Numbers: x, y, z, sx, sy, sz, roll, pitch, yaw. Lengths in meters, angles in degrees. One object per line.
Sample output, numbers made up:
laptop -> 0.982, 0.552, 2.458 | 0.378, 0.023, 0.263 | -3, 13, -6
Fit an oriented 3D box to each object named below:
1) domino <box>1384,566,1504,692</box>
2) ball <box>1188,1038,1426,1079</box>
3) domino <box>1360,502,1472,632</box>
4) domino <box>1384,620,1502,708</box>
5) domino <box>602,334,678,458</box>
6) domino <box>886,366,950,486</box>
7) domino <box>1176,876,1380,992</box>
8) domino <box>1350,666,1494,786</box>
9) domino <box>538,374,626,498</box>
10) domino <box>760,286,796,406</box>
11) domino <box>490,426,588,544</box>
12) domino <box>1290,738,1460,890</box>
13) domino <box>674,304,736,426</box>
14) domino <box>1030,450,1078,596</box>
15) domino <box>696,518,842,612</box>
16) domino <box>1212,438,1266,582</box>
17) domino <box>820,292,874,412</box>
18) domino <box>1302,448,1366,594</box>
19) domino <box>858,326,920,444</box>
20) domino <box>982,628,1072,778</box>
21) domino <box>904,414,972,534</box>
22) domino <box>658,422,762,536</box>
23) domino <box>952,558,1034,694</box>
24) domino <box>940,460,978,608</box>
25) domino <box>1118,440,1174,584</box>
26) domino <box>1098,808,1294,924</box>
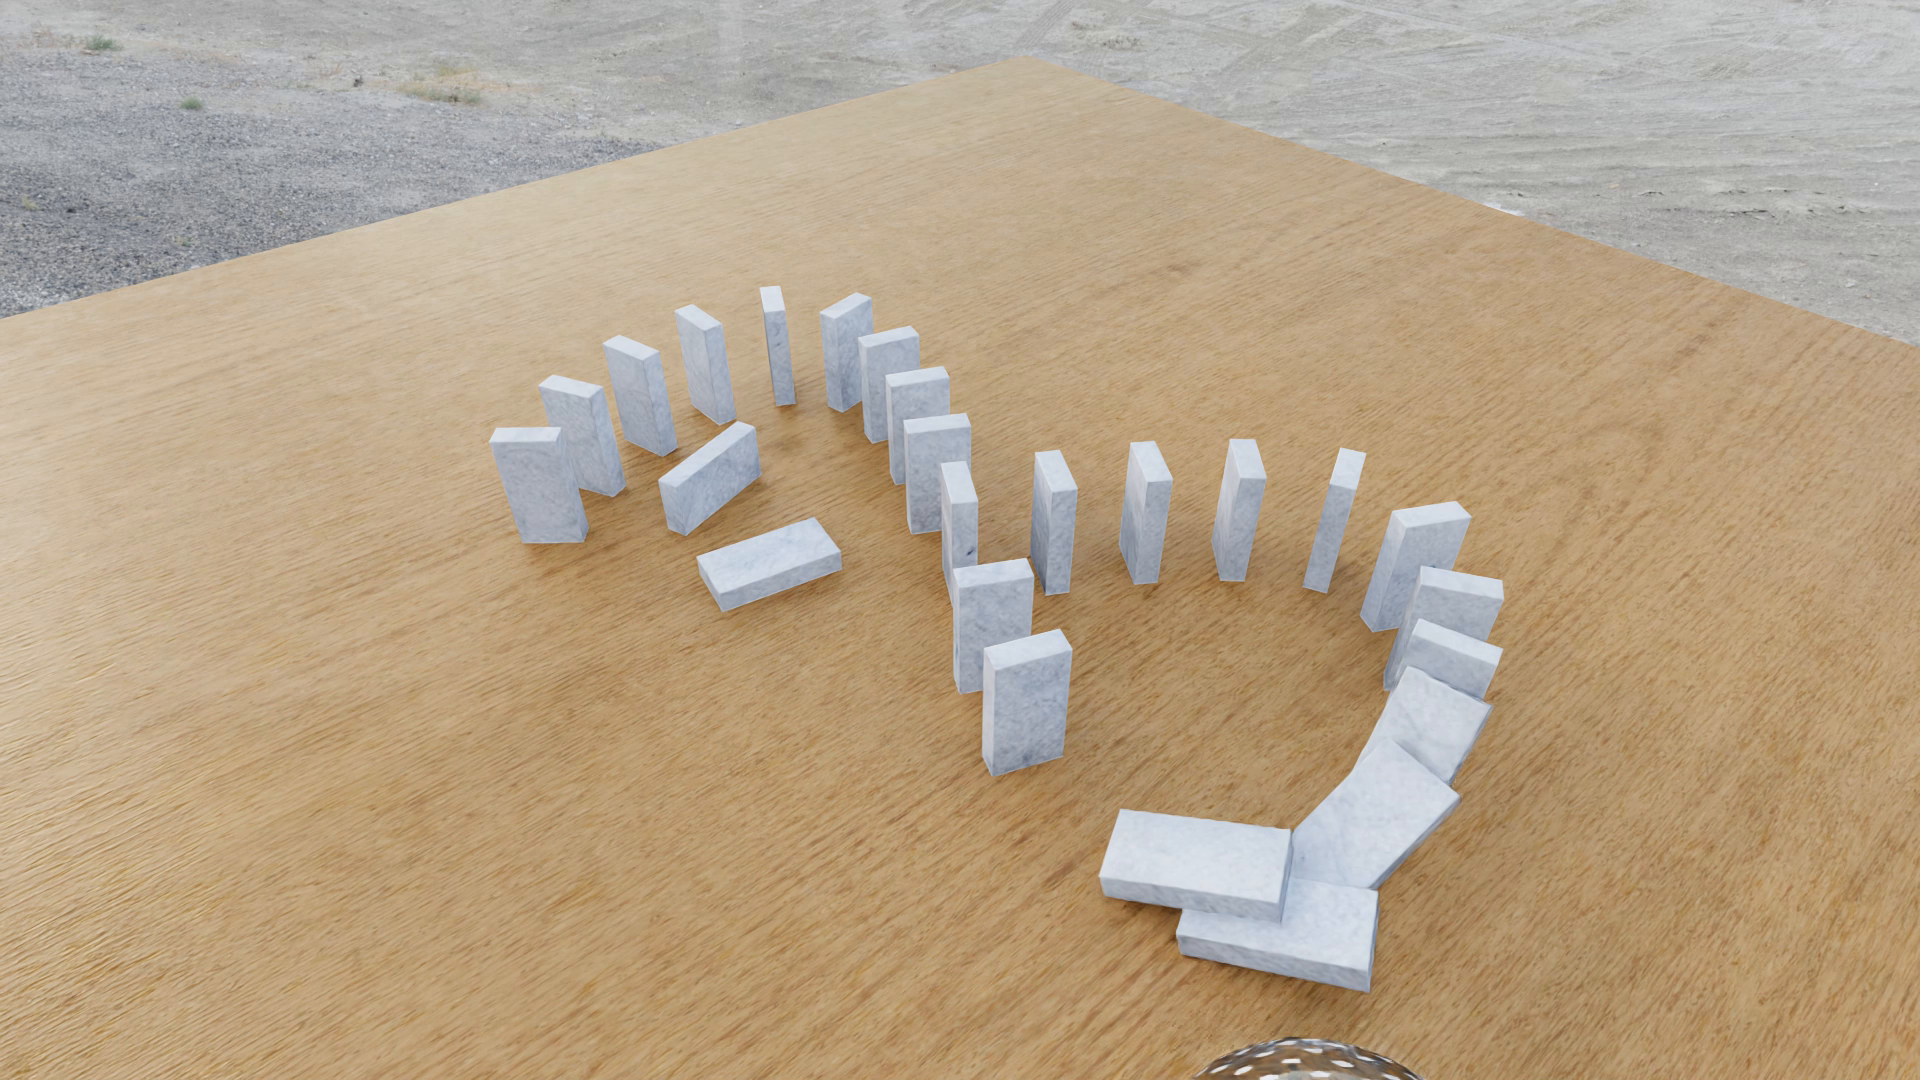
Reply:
domino -> 0.162, 0.033, 0.371 | 0.025, 0.050, 0.010 | 11, 41, 13
ball -> 0.072, 0.141, 0.215 | 0.080, 0.080, 0.080 | 0, 39, 0
domino -> 0.164, 0.010, 0.399 | 0.025, 0.050, 0.009 | -9, 40, -10
domino -> 0.149, 0.052, 0.348 | 0.025, 0.050, 0.009 | 22, 36, 25
domino -> -0.142, -0.064, 0.489 | 0.025, 0.050, 0.010 | 24, 45, 26
domino -> -0.018, -0.048, 0.471 | 0.025, 0.050, 0.010 | -11, 41, -13
domino -> 0.088, 0.106, 0.304 | 0.050, 0.010, 0.025 | 2, 37, 27
domino -> 0.137, 0.066, 0.334 | 0.025, 0.050, 0.010 | 30, 11, 31
domino -> -0.159, -0.044, 0.465 | 0.025, 0.050, 0.010 | 14, 42, 17
domino -> -0.087, -0.092, 0.524 | 0.009, 0.050, 0.025 | -8, 40, -10
domino -> -0.167, -0.021, 0.437 | 0.025, 0.050, 0.010 | -1, 39, -1
domino -> 0.118, 0.085, 0.320 | 0.050, 0.010, 0.025 | -44, 53, -3
domino -> -0.118, -0.081, 0.510 | 0.009, 0.050, 0.025 | -30, 48, -31
domino -> 0.035, -0.006, 0.419 | 0.010, 0.050, 0.025 | -7, 40, -9
domino -> -0.075, 0.009, 0.432 | 0.050, 0.010, 0.025 | -20, 43, -23
domino -> 0.107, -0.011, 0.425 | 0.009, 0.050, 0.025 | 1, 39, 2
domino -> -0.052, -0.088, 0.519 | 0.010, 0.050, 0.025 | 26, 46, 28
domino -> 0.143, -0.007, 0.420 | 0.010, 0.050, 0.025 | 16, 42, 18
domino -> -0.031, -0.070, 0.497 | 0.025, 0.050, 0.010 | -17, 42, -20
domino -> 0.021, 0.052, 0.348 | 0.025, 0.050, 0.010 | -13, 41, -15
domino -> -0.009, -0.026, 0.443 | 0.025, 0.050, 0.009 | -8, 40, -9
domino -> -0.104, -0.027, 0.464 | 0.009, 0.025, 0.050 | 20, 44, 23
domino -> 0.011, 0.030, 0.375 | 0.025, 0.050, 0.010 | -8, 40, -10
domino -> 0.000, -0.002, 0.414 | 0.010, 0.050, 0.025 | -6, 40, -8
domino -> 0.071, -0.010, 0.424 | 0.010, 0.050, 0.025 | -5, 40, -6
domino -> 0.068, 0.093, 0.315 | 0.050, 0.010, 0.025 | 1, 36, 25
